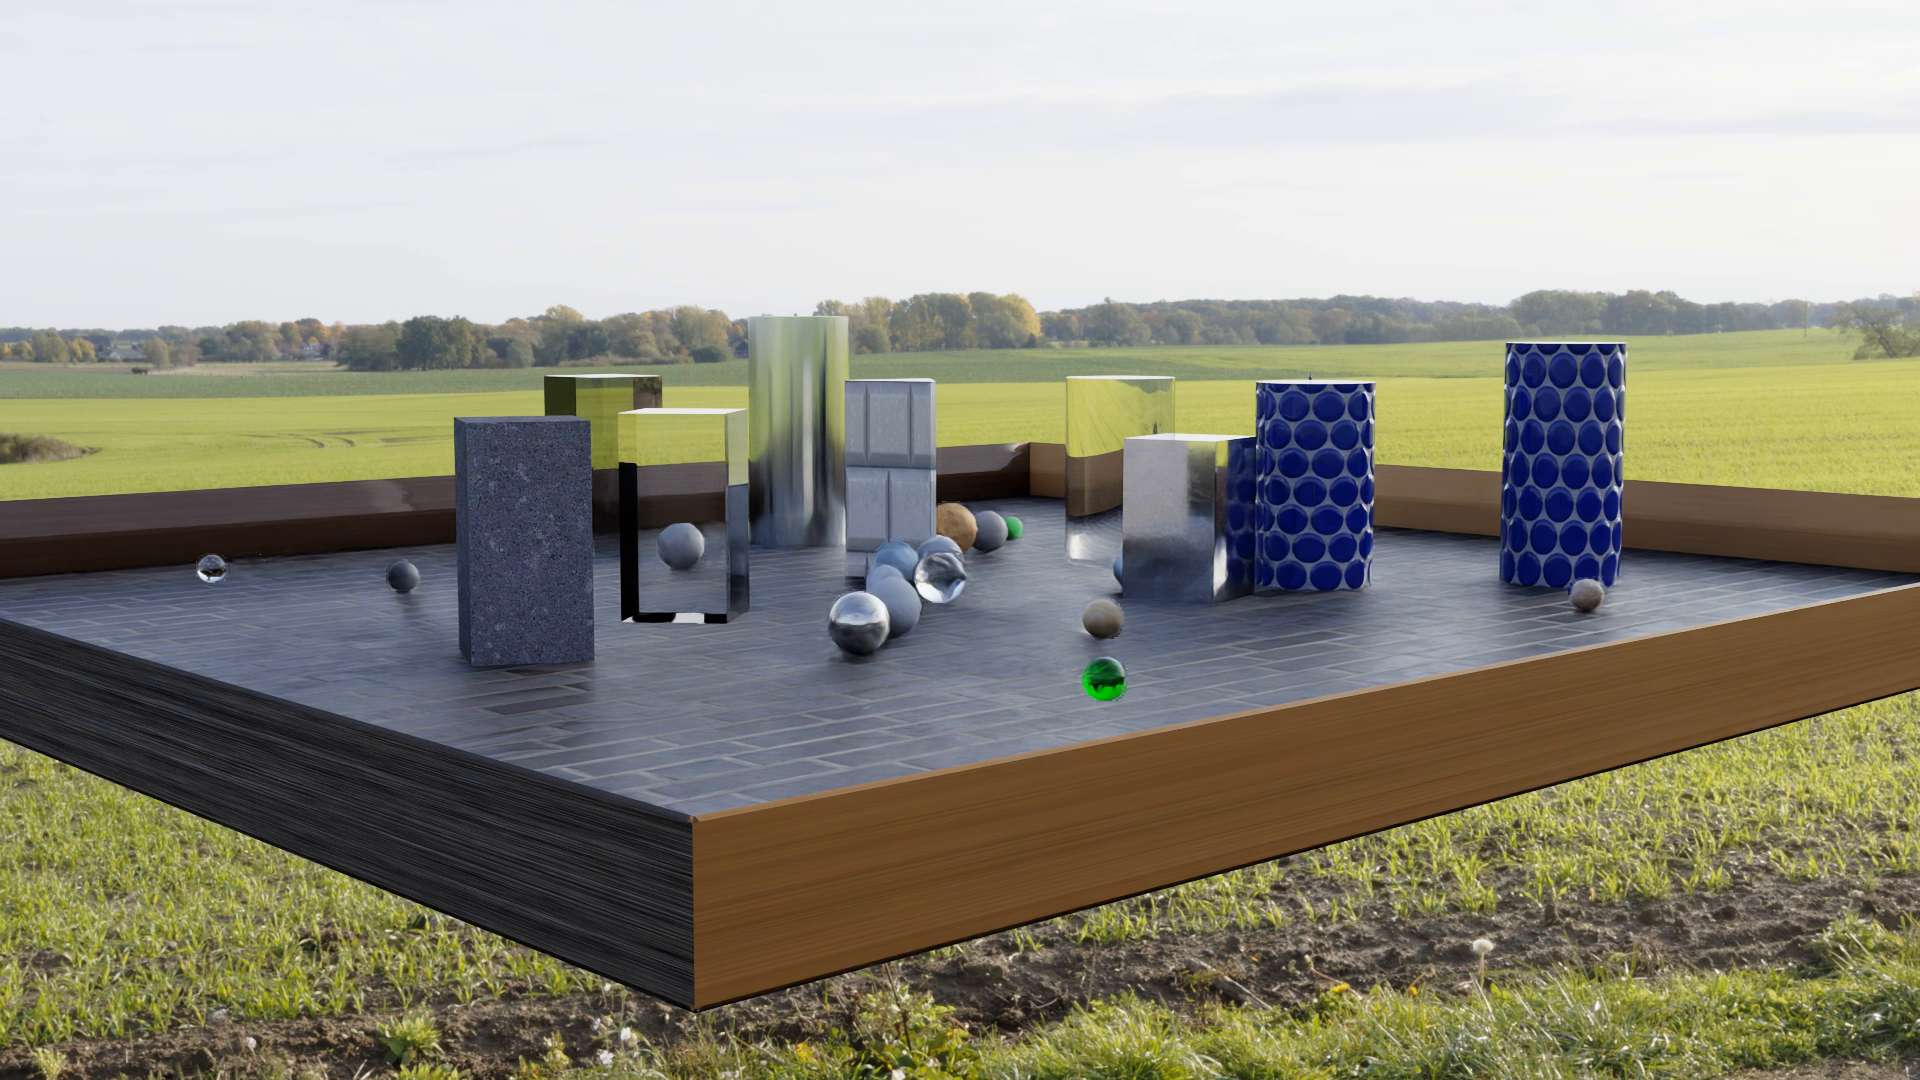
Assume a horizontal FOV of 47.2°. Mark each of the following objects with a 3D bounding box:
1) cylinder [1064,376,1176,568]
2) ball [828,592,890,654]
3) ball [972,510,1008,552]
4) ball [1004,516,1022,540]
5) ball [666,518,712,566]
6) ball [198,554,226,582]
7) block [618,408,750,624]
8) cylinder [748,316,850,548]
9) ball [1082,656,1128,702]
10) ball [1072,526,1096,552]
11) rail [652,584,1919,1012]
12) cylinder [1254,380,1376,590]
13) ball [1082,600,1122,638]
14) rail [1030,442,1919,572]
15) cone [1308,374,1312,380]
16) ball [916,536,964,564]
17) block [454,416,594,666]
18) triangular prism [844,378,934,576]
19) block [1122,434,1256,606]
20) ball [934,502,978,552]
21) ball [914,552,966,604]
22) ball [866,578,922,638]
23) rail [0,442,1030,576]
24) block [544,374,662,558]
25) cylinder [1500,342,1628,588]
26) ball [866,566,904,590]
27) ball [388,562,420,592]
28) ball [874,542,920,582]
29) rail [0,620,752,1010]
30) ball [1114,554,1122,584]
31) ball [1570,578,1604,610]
[{"bbox_3d":[0.281,-0.123,3.862,0.192,0.325,0.192,0,6,0],"label":"cylinder"},{"bbox_3d":[-0.130,0.107,2.839,0.081,0.081,0.081,0,6,0],"label":"ball"},{"bbox_3d":[0.050,-0.015,4.030,0.076,0.076,0.076,0,6,0],"label":"ball"},{"bbox_3d":[0.100,-0.023,4.251,0.044,0.044,0.044,0,6,0],"label":"ball"},{"bbox_3d":[-0.472,0.004,3.826,0.081,0.081,0.081,0,6,0],"label":"ball"},{"bbox_3d":[-1.219,0.047,3.582,0.046,0.046,0.046,0,6,0],"label":"ball"},{"bbox_3d":[-0.398,-0.038,3.187,0.153,0.297,0.153,1,6,7],"label":"block"},{"bbox_3d":[-0.306,-0.210,4.186,0.192,0.430,0.192,0,6,0],"label":"cylinder"},{"bbox_3d":[0.165,0.158,2.501,0.051,0.051,0.051,0,6,0],"label":"ball"},{"bbox_3d":[0.229,-0.002,4.044,0.045,0.045,0.045,0,6,0],"label":"ball"},{"bbox_3d":[0.881,0.132,2.382,2.900,0.125,0.045,-6,8,-42],"label":"rail"},{"bbox_3d":[0.574,-0.093,3.568,0.192,0.327,0.192,0,6,0],"label":"cylinder"},{"bbox_3d":[0.193,0.107,2.974,0.054,0.054,0.054,0,6,0],"label":"ball"},{"bbox_3d":[1.048,-0.069,4.294,0.045,0.125,2.647,-6,8,-42],"label":"rail"},{"bbox_3d":[0.603,-0.121,3.799,0.192,0.335,0.192,0,6,0],"label":"cone"},{"bbox_3d":[-0.034,0.032,3.566,0.079,0.079,0.079,0,6,0],"label":"ball"},{"bbox_3d":[-0.561,-0.004,2.826,0.153,0.304,0.153,-2,6,-18],"label":"block"},{"bbox_3d":[-0.086,-0.106,3.692,0.166,0.326,0.144,3,7,25],"label":"triangular prism"},{"bbox_3d":[0.356,-0.036,3.404,0.153,0.247,0.153,4,7,31],"label":"block"},{"bbox_3d":[-0.017,-0.019,3.970,0.096,0.096,0.096,0,6,0],"label":"ball"},{"bbox_3d":[-0.030,0.057,3.330,0.078,0.078,0.078,0,6,0],"label":"ball"},{"bbox_3d":[-0.093,0.091,2.987,0.082,0.082,0.082,0,6,0],"label":"ball"},{"bbox_3d":[-0.881,-0.068,4.282,2.900,0.125,0.045,-6,8,-42],"label":"rail"},{"bbox_3d":[-0.653,-0.141,4.041,0.153,0.322,0.153,-6,8,-44],"label":"block"},{"bbox_3d":[0.985,-0.127,3.595,0.192,0.389,0.192,0,6,0],"label":"cylinder"},{"bbox_3d":[-0.113,0.068,3.315,0.060,0.060,0.060,0,6,0],"label":"ball"},{"bbox_3d":[-0.877,0.058,3.467,0.048,0.048,0.048,0,6,0],"label":"ball"},{"bbox_3d":[-0.101,0.038,3.531,0.073,0.073,0.073,0,6,0],"label":"ball"},{"bbox_3d":[-1.048,0.134,2.370,0.045,0.125,2.647,-6,8,-42],"label":"rail"},{"bbox_3d":[0.276,0.047,3.500,0.062,0.062,0.062,0,6,0],"label":"ball"},{"bbox_3d":[0.927,0.081,3.252,0.047,0.047,0.047,0,6,0],"label":"ball"}]
